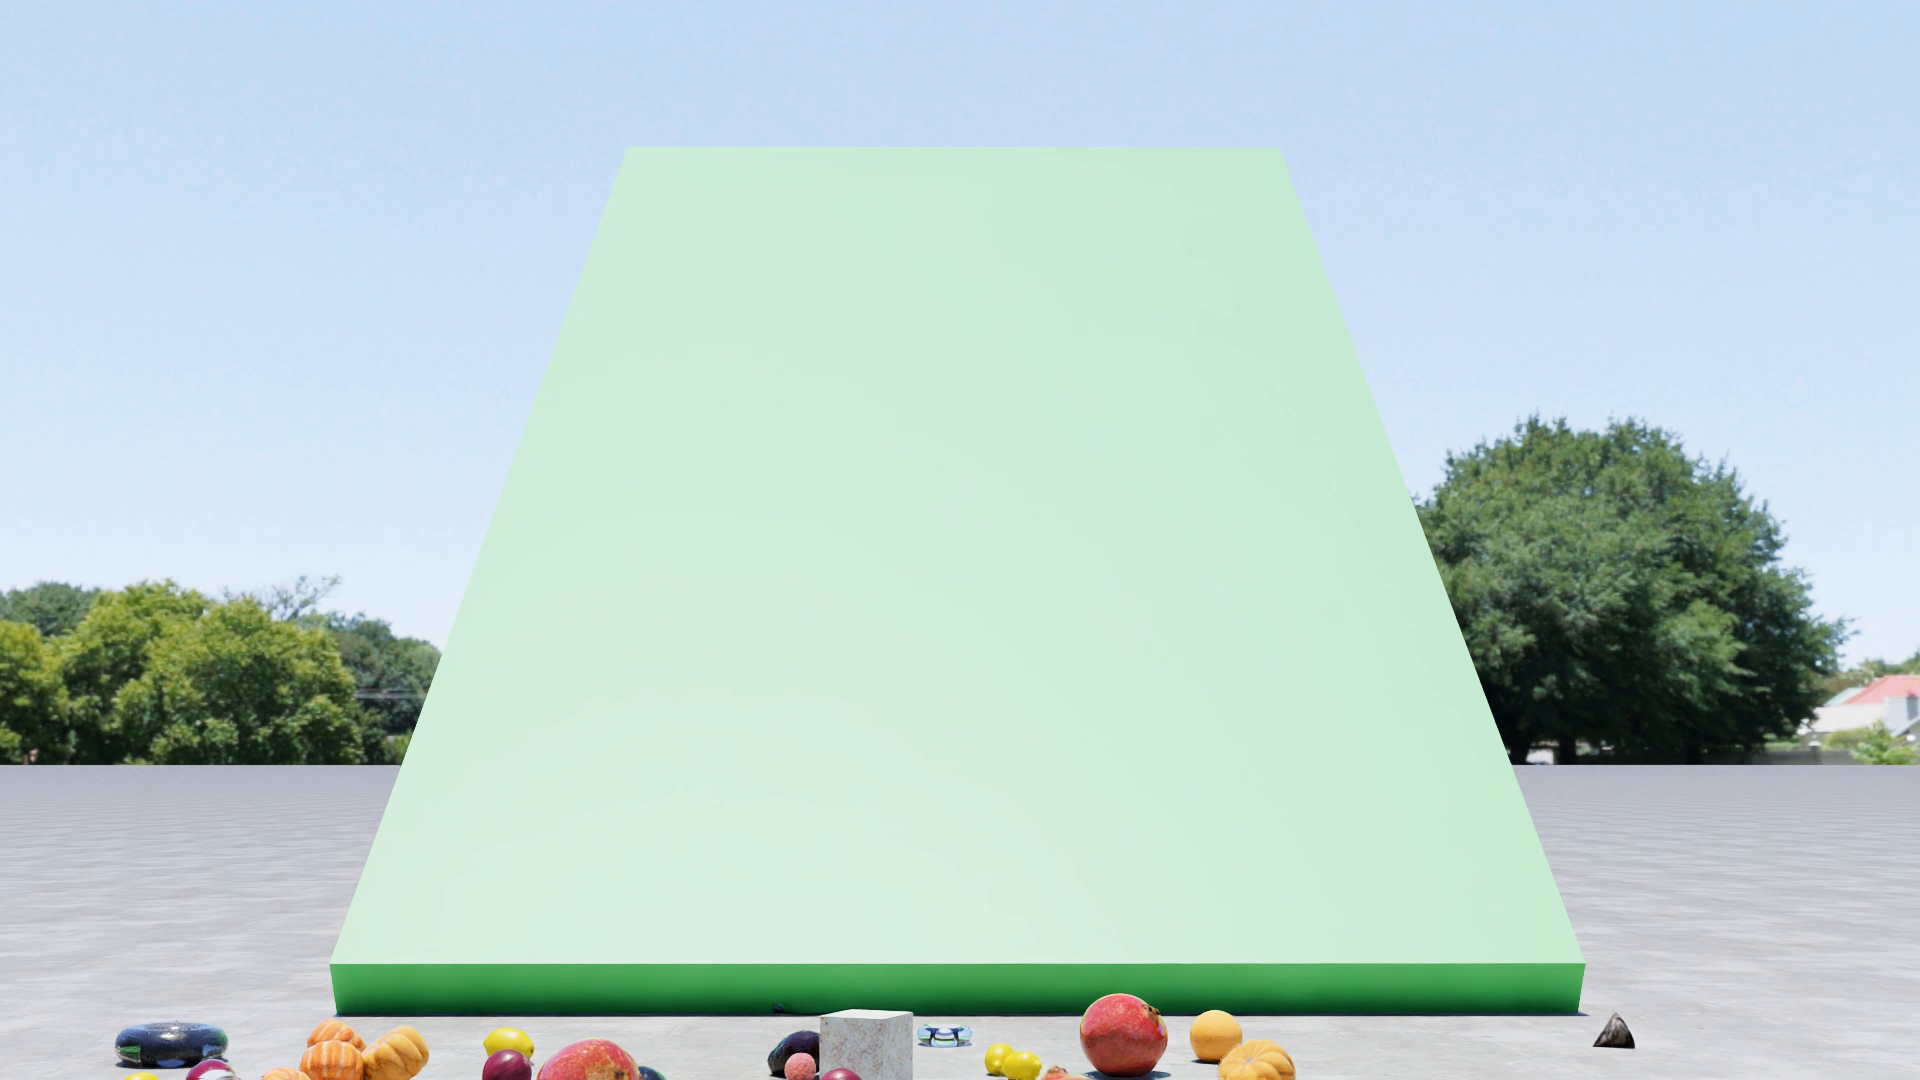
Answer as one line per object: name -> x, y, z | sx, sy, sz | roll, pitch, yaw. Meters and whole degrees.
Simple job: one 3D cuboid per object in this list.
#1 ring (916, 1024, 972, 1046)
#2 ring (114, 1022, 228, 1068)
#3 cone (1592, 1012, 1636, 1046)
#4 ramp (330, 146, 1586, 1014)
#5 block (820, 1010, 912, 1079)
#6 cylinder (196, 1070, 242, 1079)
ring -> -0.022, 0.710, 3.425 | 0.080, 0.027, 0.080 | 1, -4, 0
ring -> -1.063, 0.681, 3.220 | 0.147, 0.049, 0.147 | 1, -6, 0
cone -> 0.922, 0.709, 3.396 | 0.053, 0.053, 0.053 | -26, -4, -3
ramp -> -0.011, -0.222, 5.588 | 2.000, 0.100, 4.000 | 0, 28, 0
block -> -0.117, 0.641, 3.002 | 0.088, 0.088, 0.088 | -2, -6, 23
cylinder -> -0.822, 0.623, 2.655 | 0.060, 0.060, 0.060 | 3, -6, -27
